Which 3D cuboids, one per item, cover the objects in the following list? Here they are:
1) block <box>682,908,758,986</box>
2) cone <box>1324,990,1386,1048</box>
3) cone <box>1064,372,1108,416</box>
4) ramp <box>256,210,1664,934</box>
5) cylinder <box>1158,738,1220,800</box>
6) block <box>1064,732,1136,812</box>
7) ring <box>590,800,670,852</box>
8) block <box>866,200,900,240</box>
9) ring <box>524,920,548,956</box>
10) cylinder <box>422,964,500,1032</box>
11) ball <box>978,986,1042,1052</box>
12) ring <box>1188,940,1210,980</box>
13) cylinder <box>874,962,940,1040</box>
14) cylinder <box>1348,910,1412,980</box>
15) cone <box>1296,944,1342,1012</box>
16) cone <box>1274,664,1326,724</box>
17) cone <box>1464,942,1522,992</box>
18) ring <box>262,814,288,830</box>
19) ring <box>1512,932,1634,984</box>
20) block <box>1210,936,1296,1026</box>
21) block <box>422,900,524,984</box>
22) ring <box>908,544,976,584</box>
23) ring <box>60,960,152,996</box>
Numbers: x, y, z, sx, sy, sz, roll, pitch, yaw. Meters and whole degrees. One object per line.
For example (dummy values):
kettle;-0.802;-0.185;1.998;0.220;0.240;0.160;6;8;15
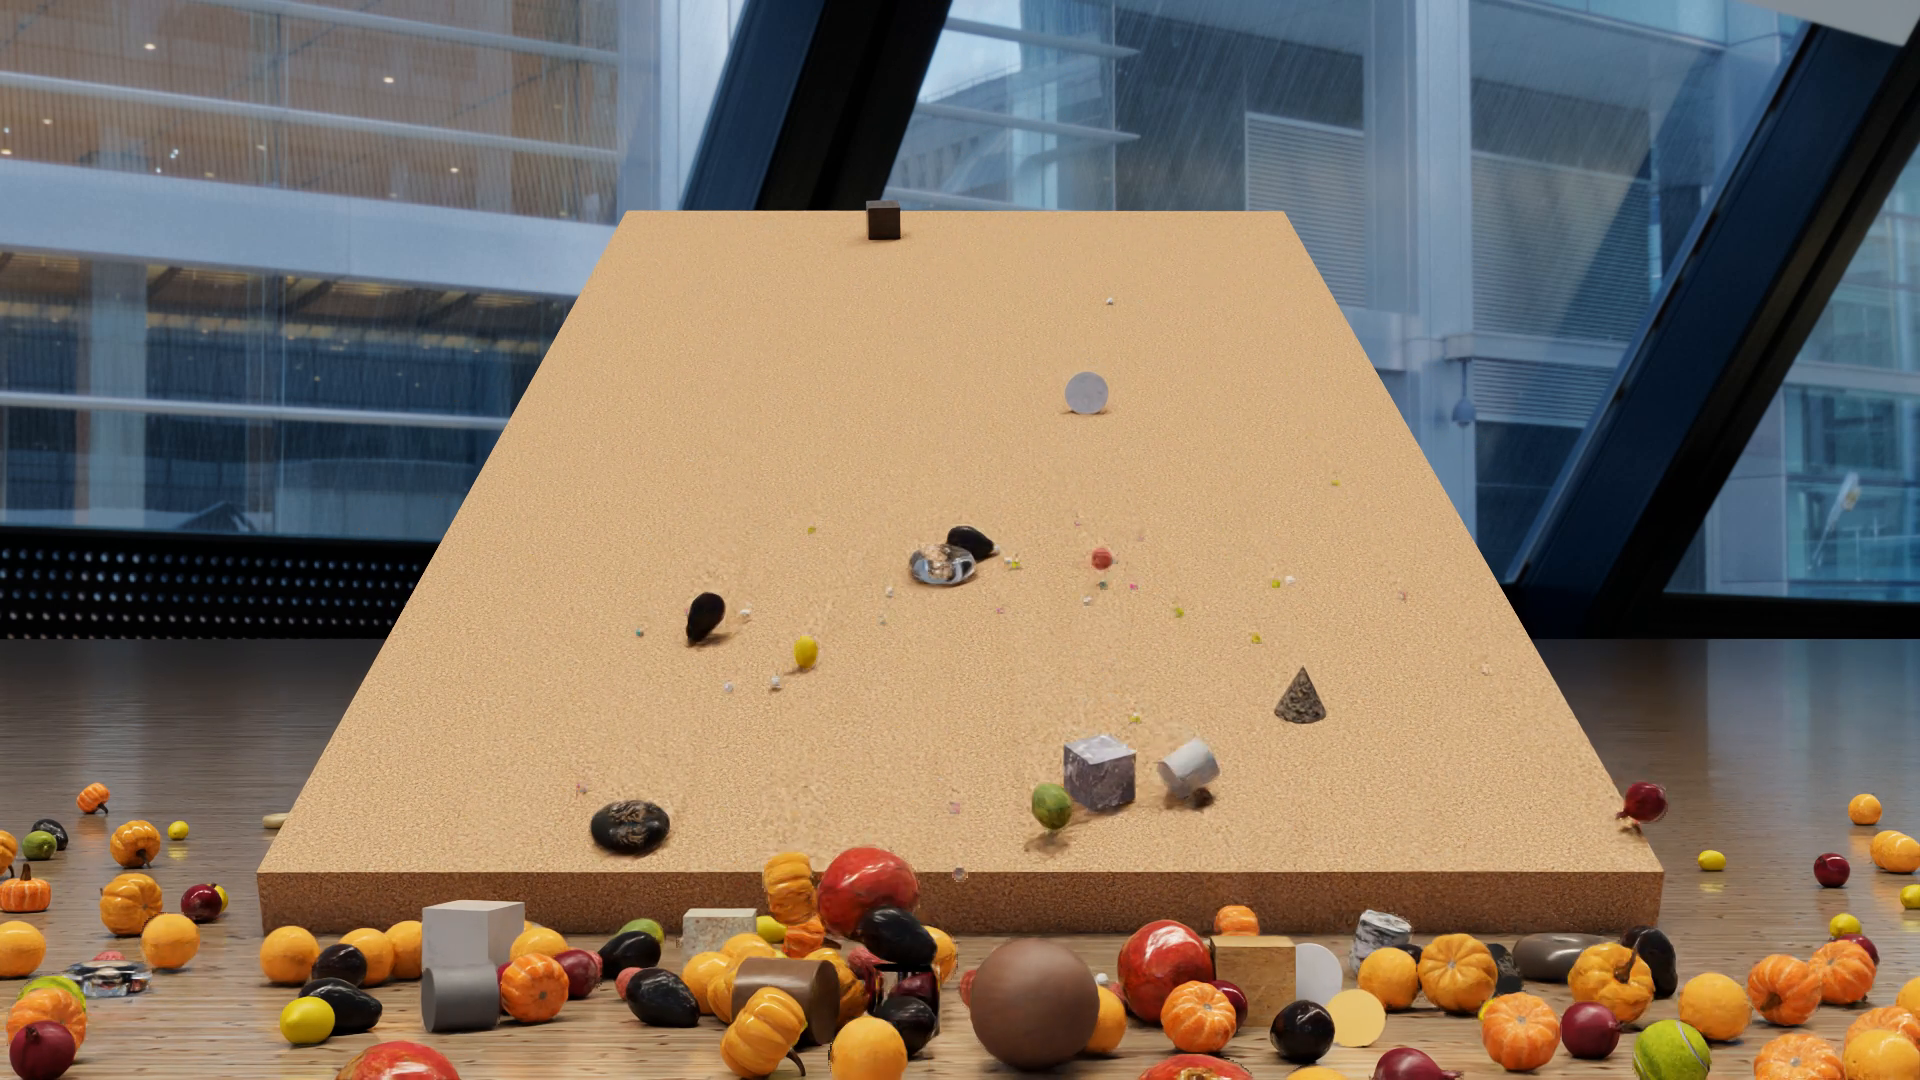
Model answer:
block;-0.297;0.504;2.841;0.084;0.084;0.084;0;-2;0
cone;0.421;0.515;2.423;0.063;0.063;0.063;-1;-29;16
cone;0.294;-0.326;5.207;0.100;0.100;0.100;0;-5;10
ramp;-0.006;-0.219;5.131;2.000;0.100;4.000;0;22;0
cylinder;0.344;0.345;3.456;0.066;0.066;0.066;-30;8;-18
block;0.210;0.349;3.455;0.078;0.078;0.078;-12;25;-27
ring;-0.481;0.417;3.338;0.116;0.039;0.116;1;21;0
block;-0.224;-0.932;6.669;0.093;0.093;0.093;-2;22;-6
ring;-0.612;0.536;3.071;0.120;0.040;0.120;-1;-1;0
cylinder;-0.545;0.498;2.495;0.069;0.069;0.069;1;-3;-26
ball;0.052;0.494;2.365;0.066;0.066;0.066;0;-2;0
ring;0.352;0.525;2.859;0.136;0.045;0.136;0;-3;0
cylinder;-0.057;0.495;2.462;0.071;0.071;0.071;0;-2;0
cylinder;0.525;0.506;2.862;0.065;0.065;0.065;14;10;-2
cone;0.407;0.520;2.652;0.082;0.082;0.082;-1;-29;18
cone;0.555;0.241;3.721;0.085;0.085;0.085;0;22;0
cone;0.625;0.527;2.747;0.067;0.067;0.067;2;-36;-39
ring;-1.496;0.621;5.060;0.090;0.030;0.090;0;-1;0
ring;0.765;0.523;2.862;0.148;0.049;0.148;1;-1;0
block;0.326;0.491;2.553;0.087;0.087;0.087;0;-2;2
block;-0.606;0.501;2.852;0.092;0.092;0.092;-1;-2;17
ring;-0.034;0.044;4.274;0.126;0.042;0.126;-1;22;0
ring;-1.022;0.525;2.745;0.104;0.035;0.104;1;-4;0
